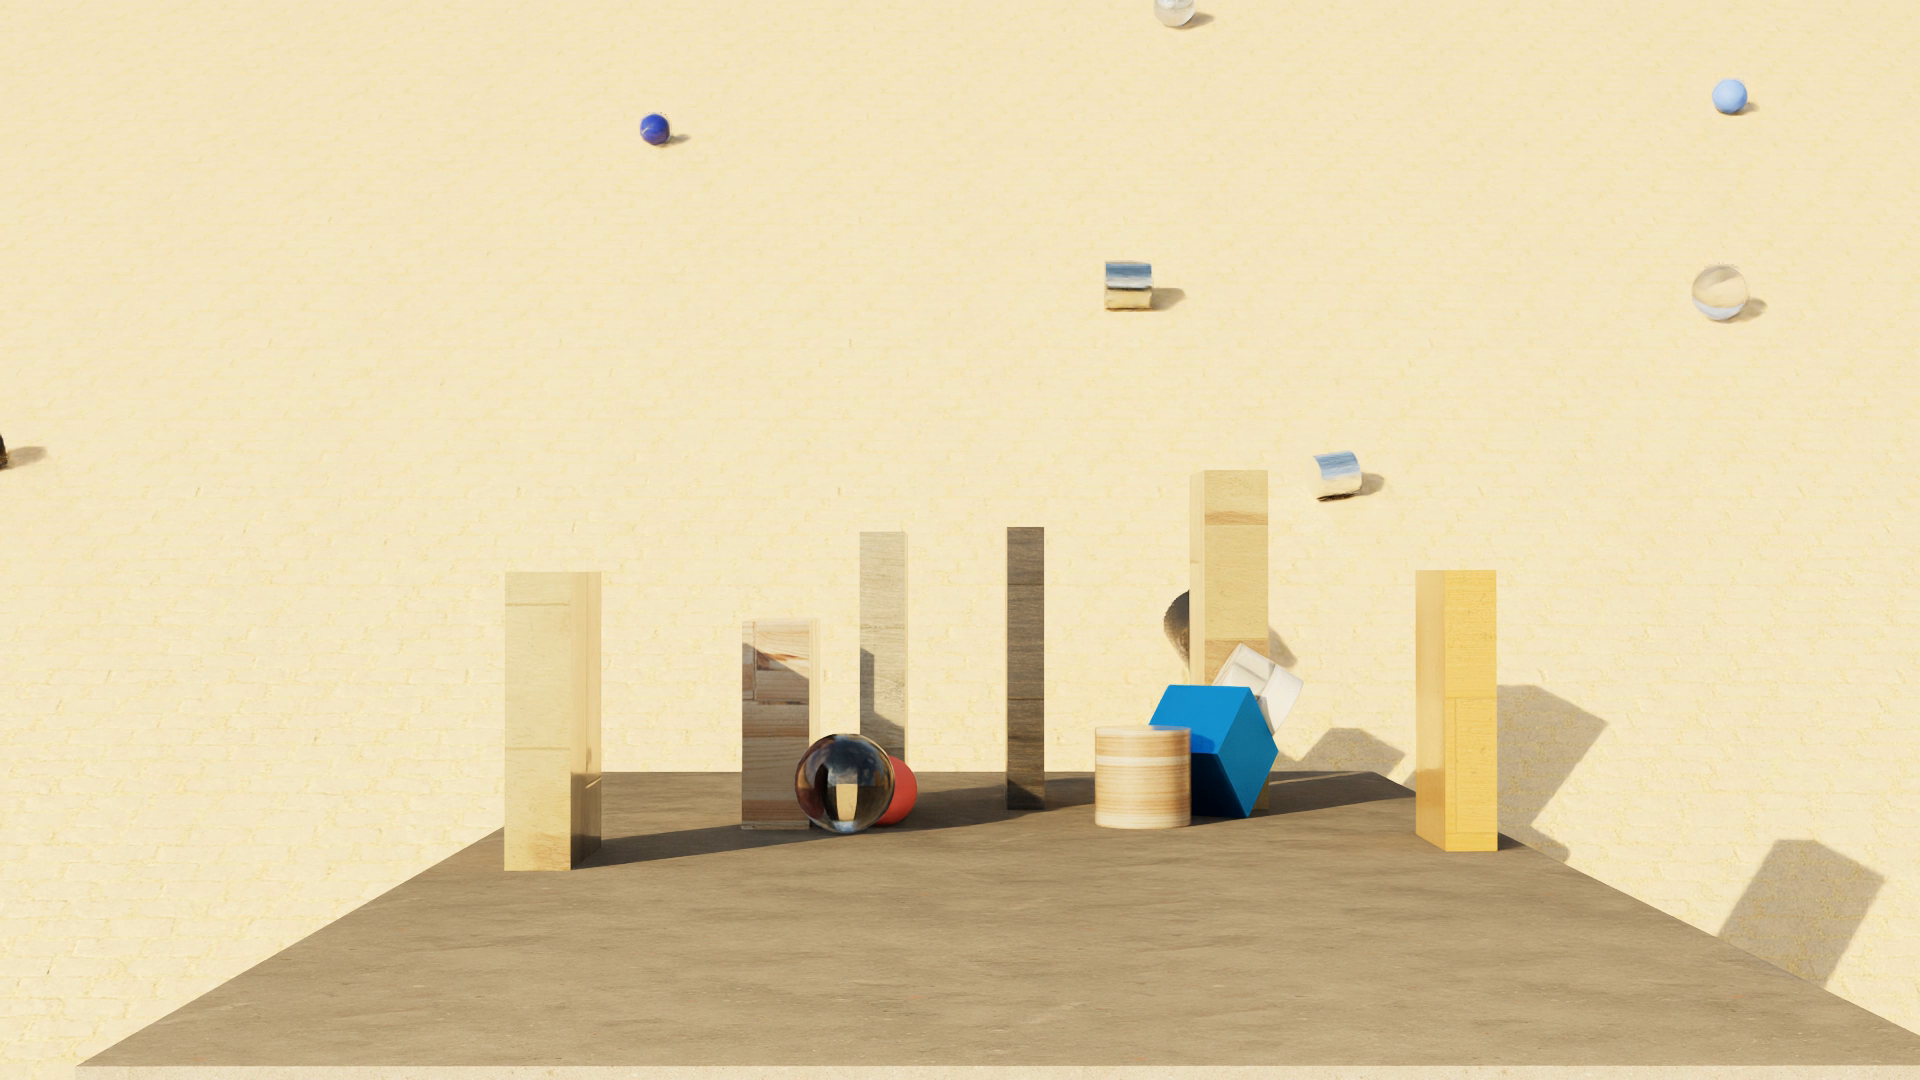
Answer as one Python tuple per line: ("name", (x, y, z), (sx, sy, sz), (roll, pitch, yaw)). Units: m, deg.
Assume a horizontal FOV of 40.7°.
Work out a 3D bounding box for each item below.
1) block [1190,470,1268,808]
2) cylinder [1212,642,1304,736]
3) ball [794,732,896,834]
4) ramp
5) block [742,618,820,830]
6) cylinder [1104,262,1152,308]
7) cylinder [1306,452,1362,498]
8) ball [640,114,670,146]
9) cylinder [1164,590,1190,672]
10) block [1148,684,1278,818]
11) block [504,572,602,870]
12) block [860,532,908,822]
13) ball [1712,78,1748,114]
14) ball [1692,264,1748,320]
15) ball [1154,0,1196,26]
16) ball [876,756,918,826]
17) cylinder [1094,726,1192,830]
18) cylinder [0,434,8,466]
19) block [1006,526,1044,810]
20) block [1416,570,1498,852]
("block", (0.603, 0.219, 5.835), (0.140, 0.739, 0.361), (0, -1, 0))
("cylinder", (0.632, 0.328, 5.576), (0.156, 0.156, 0.156), (31, 36, 0))
("ball", (-0.228, 0.481, 5.133), (0.200, 0.200, 0.200), (0, 32, 0))
("ramp", (0.071, 0.625, 4.715), (2.000, 0.100, 4.000), (0, -1, 0))
("block", (-0.370, 0.375, 5.405), (0.136, 0.418, 0.407), (0, -1, 0))
("cylinder", (0.589, -0.897, 9.128), (0.160, 0.160, 0.160), (1, 32, 2))
("cylinder", (1.158, -0.201, 8.039), (0.129, 0.129, 0.129), (-9, 33, -14))
("ball", (-1.220, -1.641, 10.356), (0.125, 0.125, 0.125), (0, 32, 0))
("cylinder", (0.700, 0.273, 7.203), (0.210, 0.210, 0.210), (-9, 33, -14))
("block", (0.525, 0.447, 5.492), (0.195, 0.195, 0.195), (0, 42, 34))
("block", (-0.733, 0.316, 4.693), (0.114, 0.518, 0.390), (0, -1, 0))
("block", (-0.161, 0.285, 5.535), (0.094, 0.601, 0.346), (0, -1, 0))
("ball", (3.156, -1.819, 10.626), (0.141, 0.141, 0.141), (0, 32, 0))
("ball", (2.652, -0.865, 9.046), (0.191, 0.191, 0.191), (0, 32, 0))
("ball", (0.947, -2.365, 11.462), (0.185, 0.185, 0.185), (0, 32, 0))
("ball", (-0.159, 0.510, 5.287), (0.144, 0.144, 0.144), (0, 32, 0))
("cylinder", (0.375, 0.484, 5.307), (0.197, 0.197, 0.197), (0, -1, 0))
("cylinder", (-3.086, -0.284, 8.176), (0.125, 0.125, 0.125), (-17, 36, -25))
("block", (0.143, 0.280, 5.759), (0.081, 0.615, 0.243), (0, -1, 0))
("block", (0.947, 0.318, 4.958), (0.096, 0.520, 0.311), (0, -1, 0))
